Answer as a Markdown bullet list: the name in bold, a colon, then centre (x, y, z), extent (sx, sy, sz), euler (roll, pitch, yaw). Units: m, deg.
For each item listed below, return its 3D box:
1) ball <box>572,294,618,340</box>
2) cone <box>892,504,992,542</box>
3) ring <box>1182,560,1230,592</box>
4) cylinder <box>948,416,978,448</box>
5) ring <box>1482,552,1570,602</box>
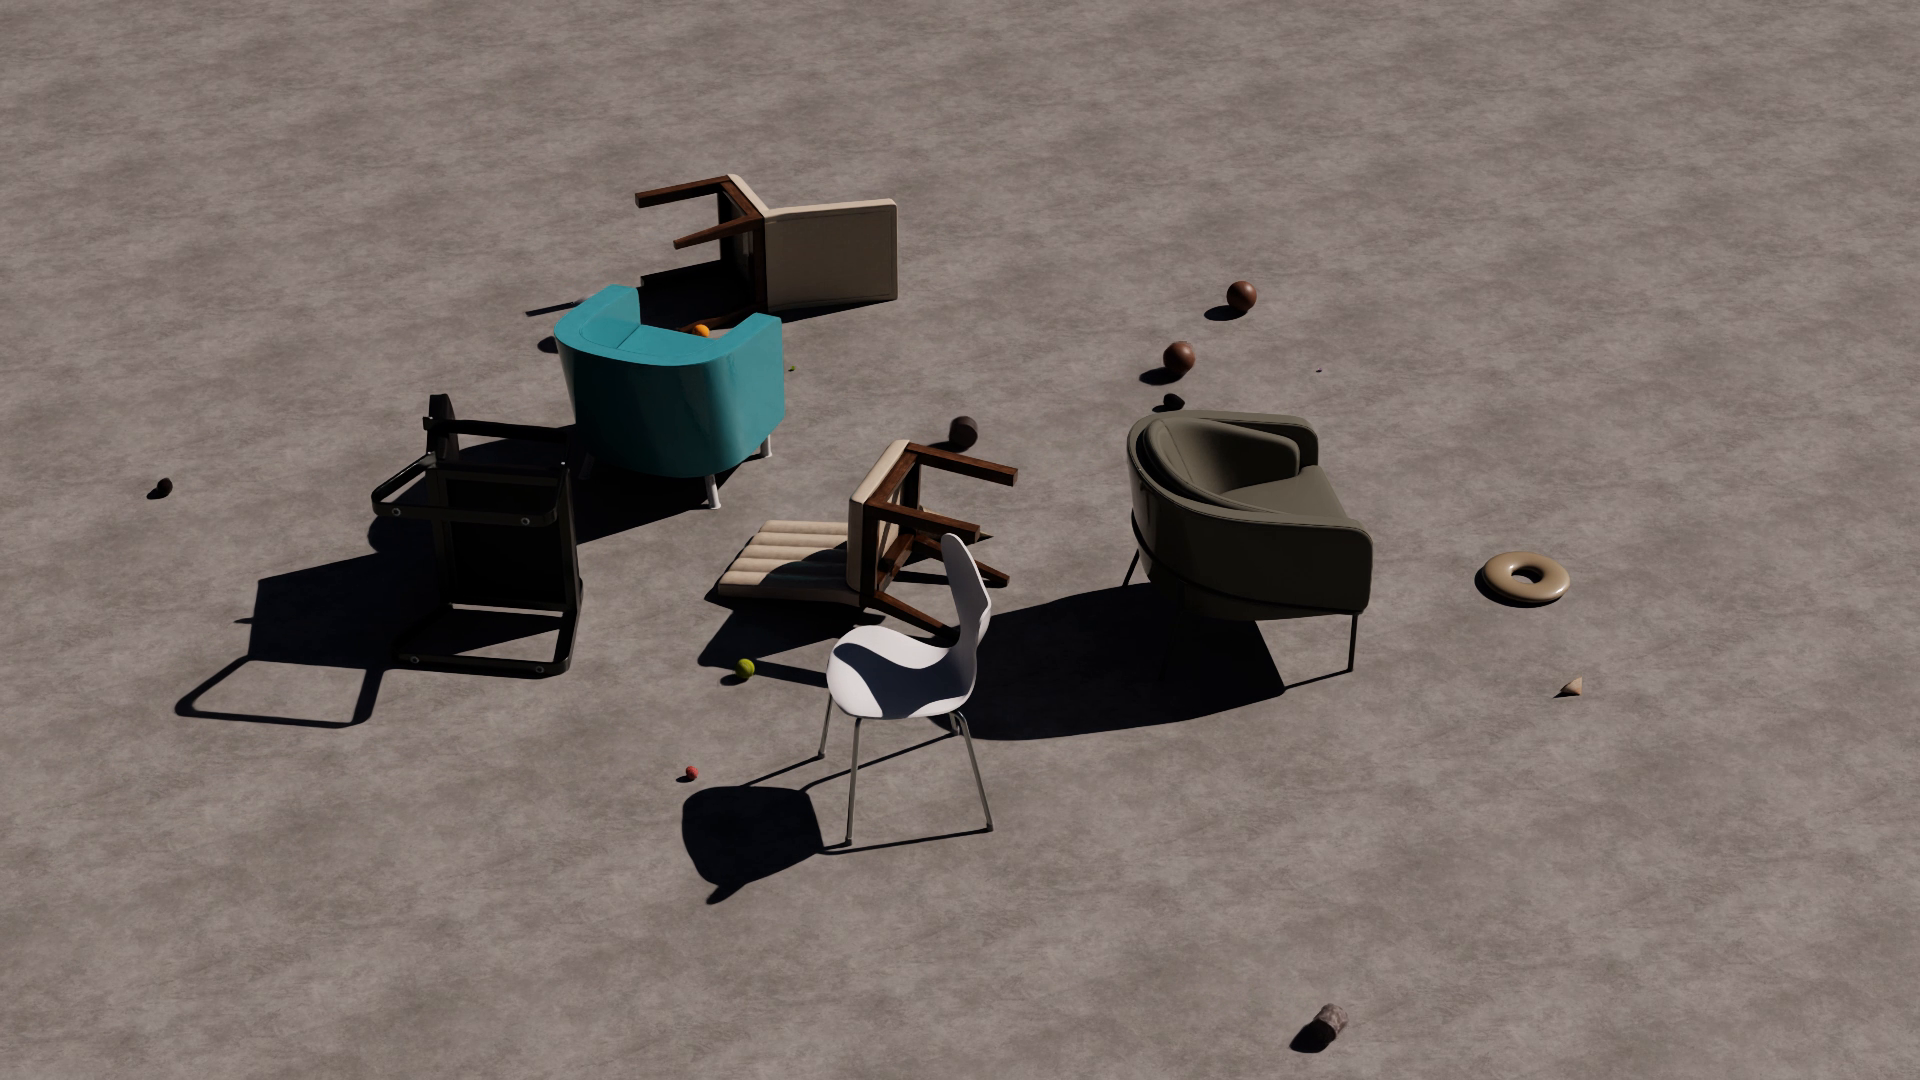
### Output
- **ball**: centre (-1.519, -0.928, 12.180), extent (0.191, 0.191, 0.191), euler (0, 33, 0)
- **cone**: centre (-0.032, -0.038, 10.899), extent (0.351, 0.131, 0.315), euler (9, -14, -22)
- **ring**: centre (0.900, 0.129, 10.698), extent (0.176, 0.057, 0.156), euler (3, 35, 6)
- **cylinder**: centre (0.011, -0.421, 11.482), extent (0.111, 0.113, 0.063), euler (33, 29, -18)
- **ring**: centre (2.066, 0.134, 10.700), extent (0.322, 0.045, 0.315), euler (28, 42, 35)
